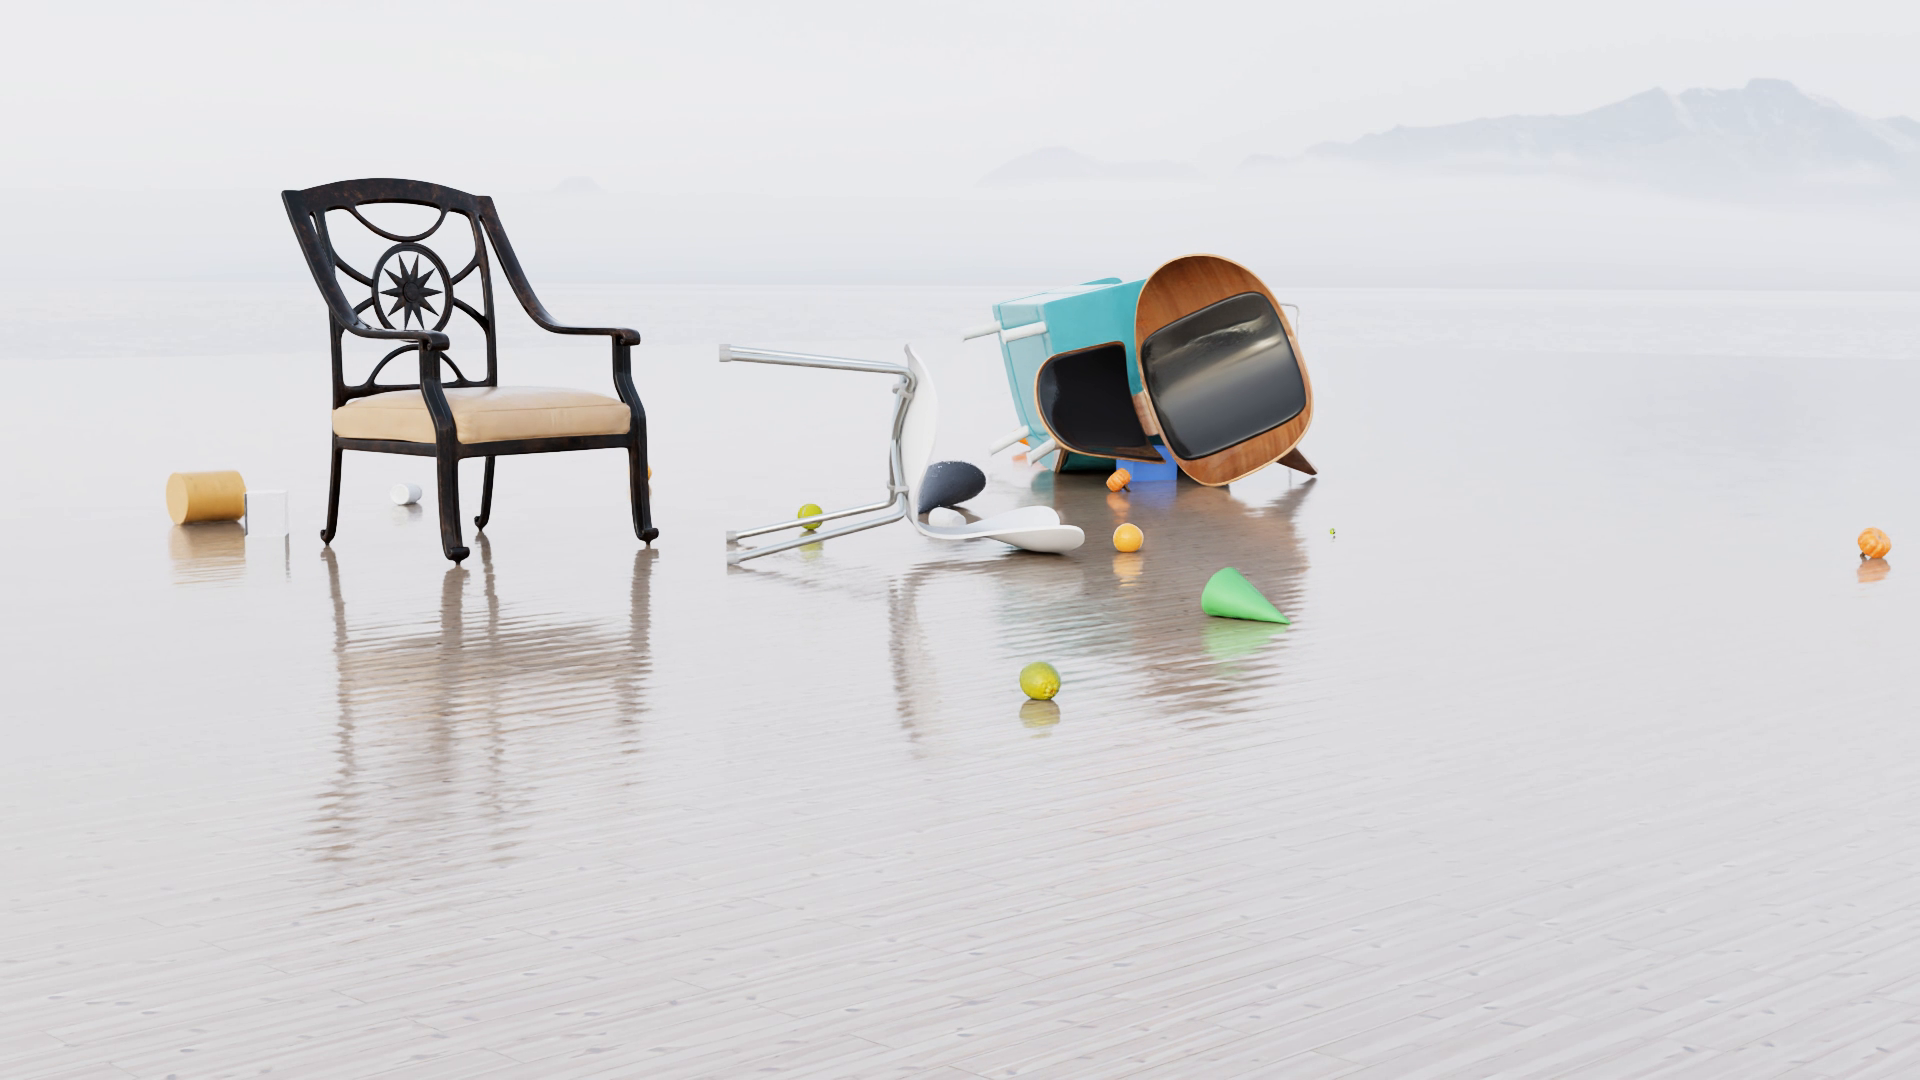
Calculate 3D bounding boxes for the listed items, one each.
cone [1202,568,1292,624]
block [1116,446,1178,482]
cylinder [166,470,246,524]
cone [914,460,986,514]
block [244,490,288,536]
[{"bbox_3d":[0.568,0.130,4.918,0.112,0.098,0.181,-19,32,-39],"label":"cone"},{"bbox_3d":[0.606,-0.250,8.330,0.157,0.105,0.123,-2,6,-23],"label":"block"},{"bbox_3d":[-2.014,-0.115,6.854,0.161,0.138,0.151,-5,3,-38],"label":"cylinder"},{"bbox_3d":[-0.073,-0.118,7.237,0.217,0.129,0.317,-6,16,19],"label":"cone"},{"bbox_3d":[-1.768,-0.068,6.540,0.097,0.110,0.101,-1,6,-8],"label":"block"}]
